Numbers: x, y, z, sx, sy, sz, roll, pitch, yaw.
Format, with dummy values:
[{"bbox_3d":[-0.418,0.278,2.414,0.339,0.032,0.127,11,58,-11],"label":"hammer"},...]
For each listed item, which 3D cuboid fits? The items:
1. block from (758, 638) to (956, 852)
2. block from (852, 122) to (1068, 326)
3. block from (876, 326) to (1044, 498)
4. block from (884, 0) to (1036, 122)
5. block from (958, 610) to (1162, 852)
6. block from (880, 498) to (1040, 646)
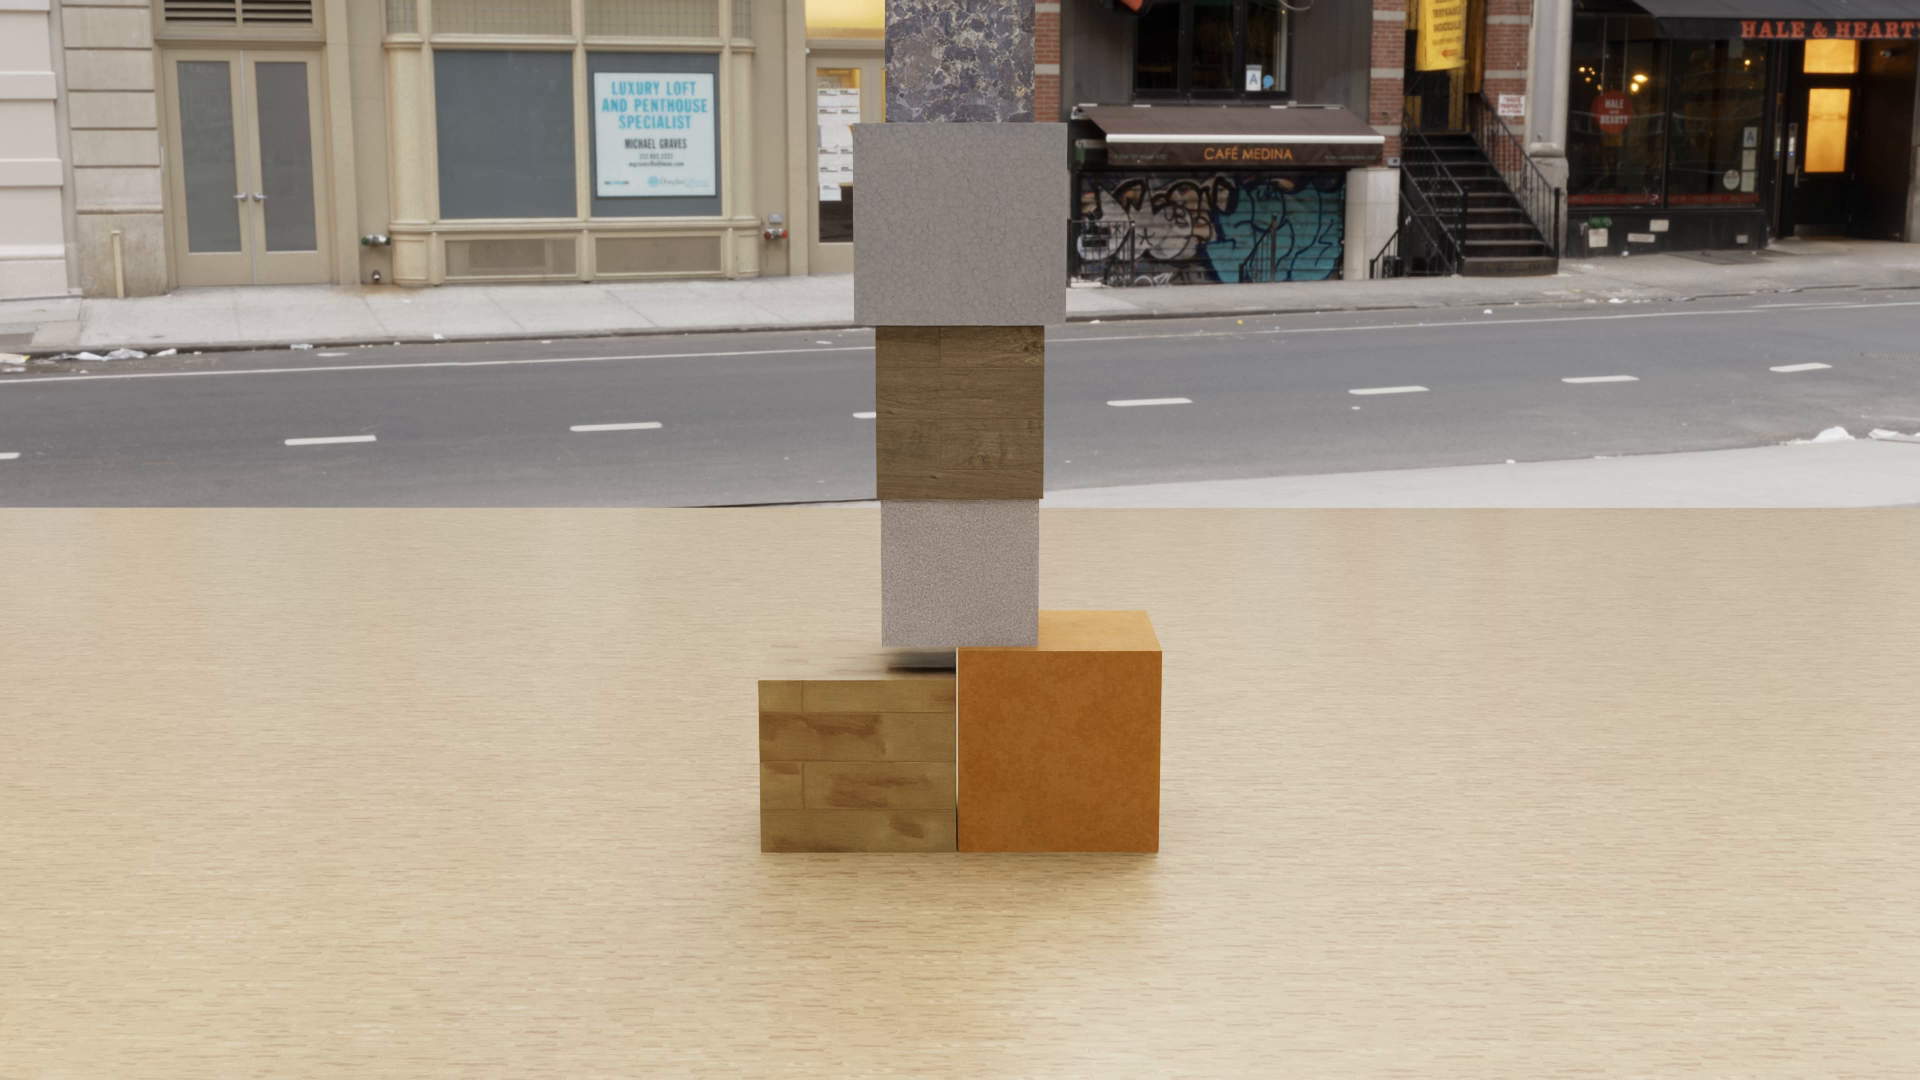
[{"bbox_3d":[-0.507,1.044,11.350,0.974,0.885,0.916,0,10,0],"label":"block"},{"bbox_3d":[0.000,-1.578,10.897,1.015,0.955,0.893,0,10,0],"label":"block"},{"bbox_3d":[0.000,-0.688,11.050,0.815,0.851,0.770,0,10,0],"label":"block"},{"bbox_3d":[0.000,-2.357,10.771,0.710,0.623,0.683,0,10,0],"label":"block"},{"bbox_3d":[0.492,0.967,11.363,1.003,1.031,0.951,0,10,0],"label":"block"},{"bbox_3d":[0.000,0.098,11.180,0.776,0.744,0.717,0,10,0],"label":"block"}]
